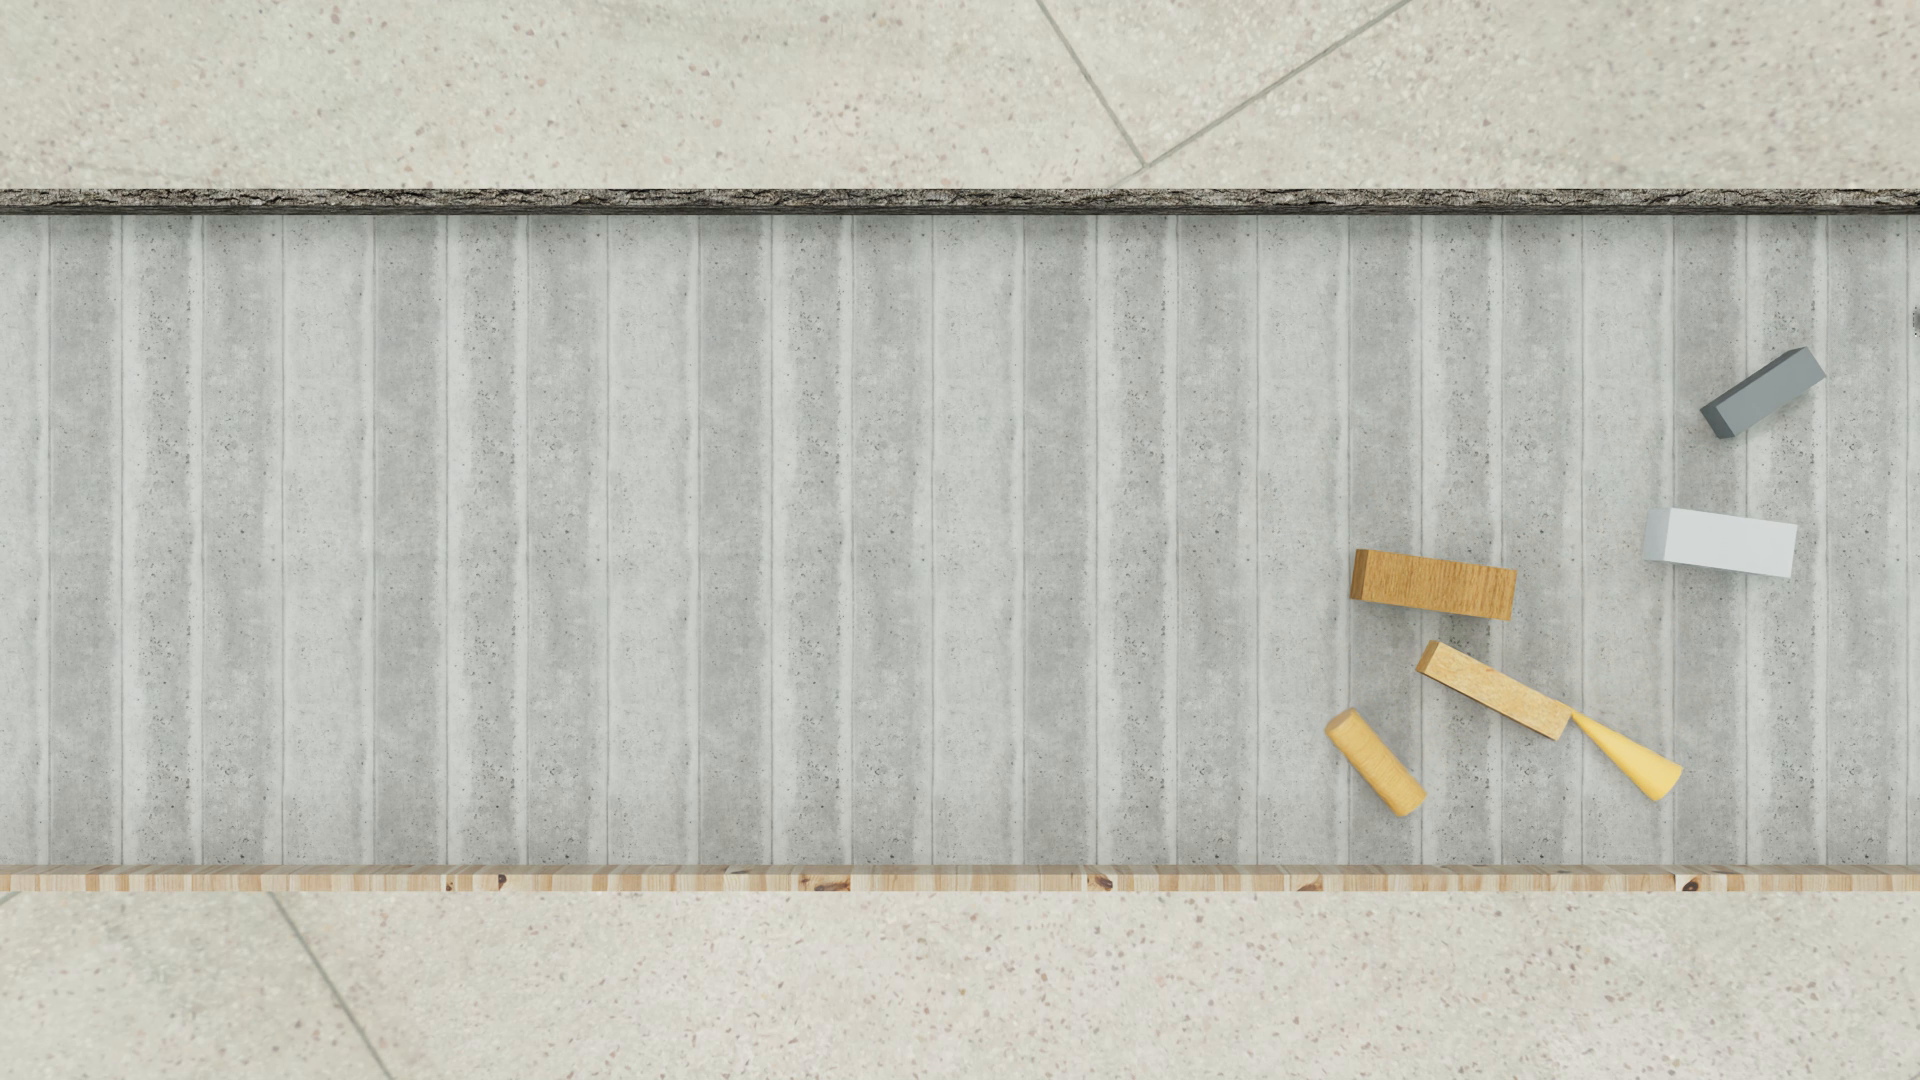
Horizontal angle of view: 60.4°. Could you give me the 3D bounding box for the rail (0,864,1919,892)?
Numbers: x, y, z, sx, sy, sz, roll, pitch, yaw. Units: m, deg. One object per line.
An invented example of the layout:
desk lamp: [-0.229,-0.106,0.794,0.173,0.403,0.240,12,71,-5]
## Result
rail: [-2.247,1.025,5.001,12.000,0.150,0.050,0,90,0]

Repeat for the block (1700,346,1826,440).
block: [2.443,-0.447,5.022,0.330,0.109,0.109,-34,90,0]

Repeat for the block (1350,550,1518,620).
block: [1.431,0.135,5.000,0.448,0.153,0.153,8,90,0]

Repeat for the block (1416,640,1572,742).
block: [1.624,0.457,5.024,0.451,0.105,0.105,27,90,0]

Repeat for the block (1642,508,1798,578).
block: [2.297,0.008,4.997,0.380,0.159,0.159,8,90,0]

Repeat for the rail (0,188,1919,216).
rail: [-2.247,-1.025,5.002,12.000,0.150,0.050,0,90,0]

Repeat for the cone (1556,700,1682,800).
cone: [1.986,0.613,5.044,0.420,0.132,0.132,38,90,9]

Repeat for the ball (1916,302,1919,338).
ball: [3.046,-0.664,4.896,0.360,0.360,0.360,0,90,0]

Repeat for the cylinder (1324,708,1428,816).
cylinder: [1.266,0.675,5.020,0.114,0.114,0.340,-41,90,0]
